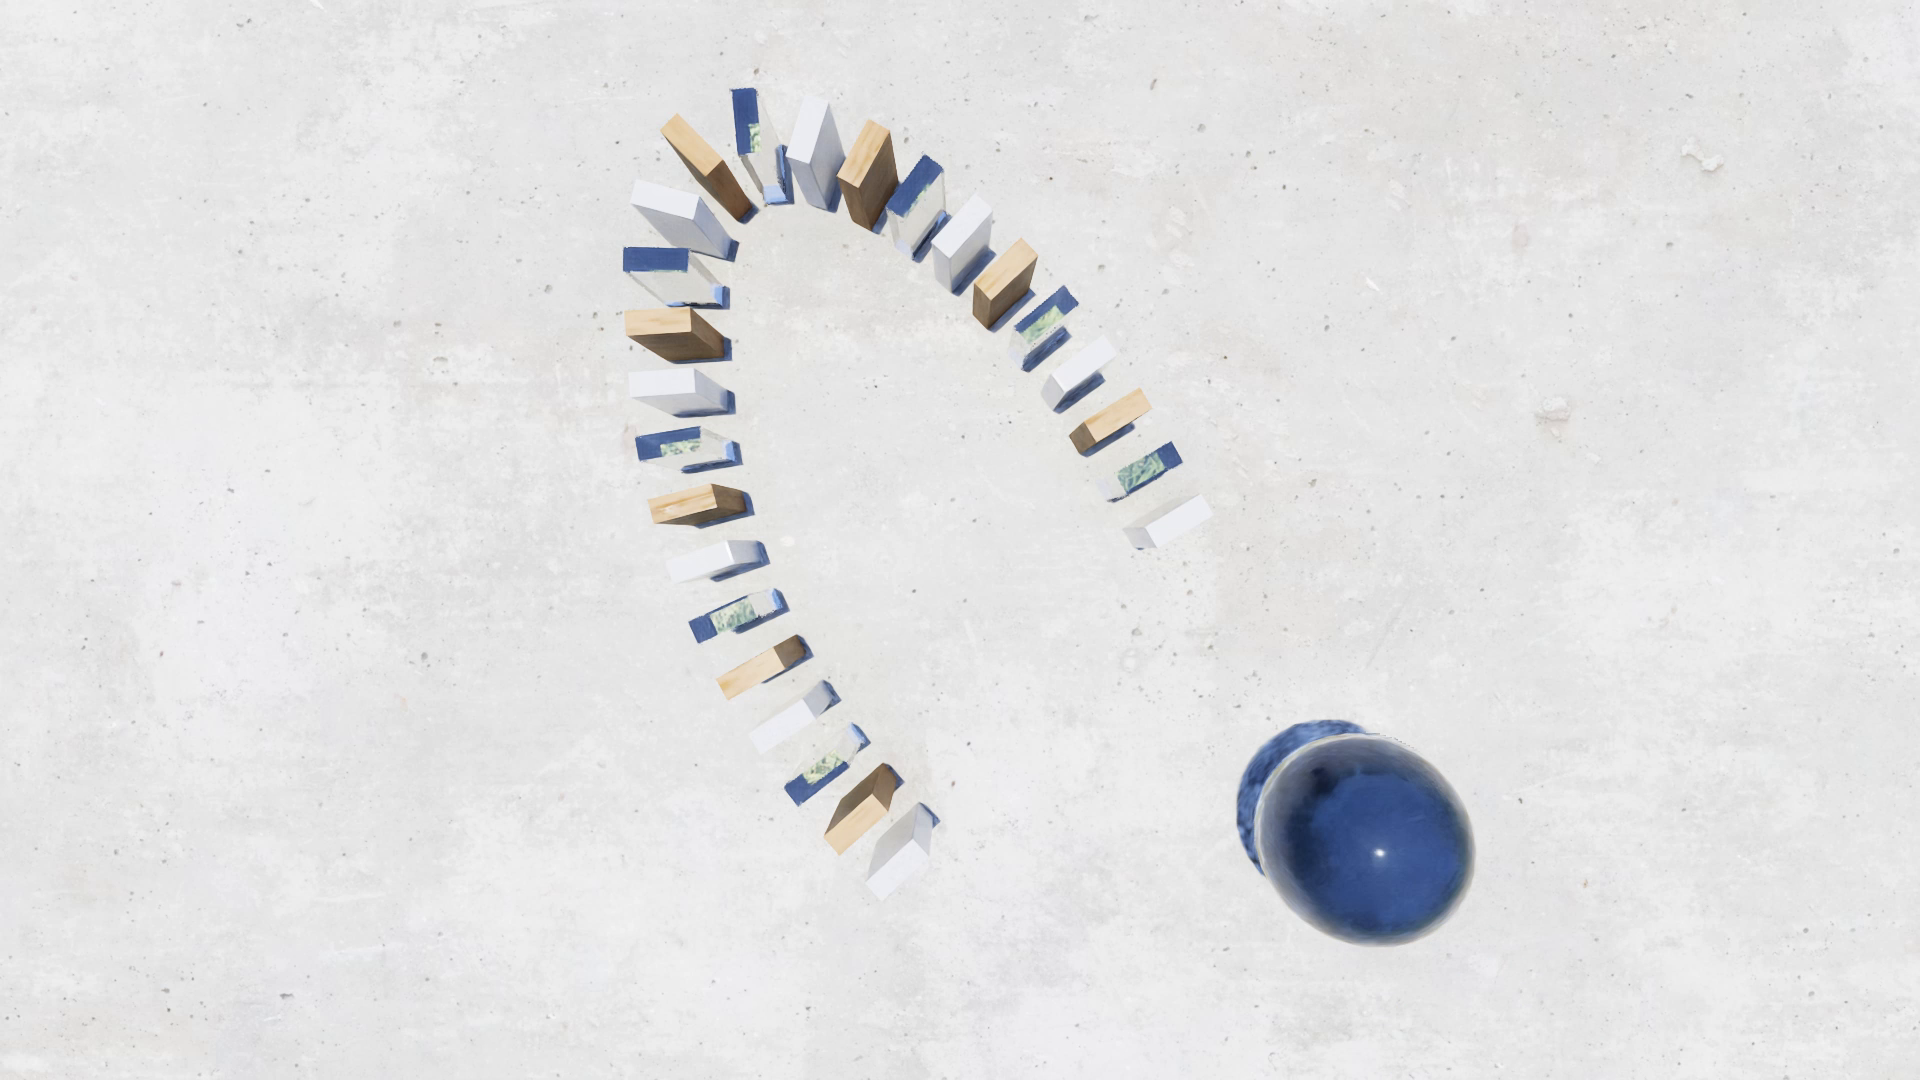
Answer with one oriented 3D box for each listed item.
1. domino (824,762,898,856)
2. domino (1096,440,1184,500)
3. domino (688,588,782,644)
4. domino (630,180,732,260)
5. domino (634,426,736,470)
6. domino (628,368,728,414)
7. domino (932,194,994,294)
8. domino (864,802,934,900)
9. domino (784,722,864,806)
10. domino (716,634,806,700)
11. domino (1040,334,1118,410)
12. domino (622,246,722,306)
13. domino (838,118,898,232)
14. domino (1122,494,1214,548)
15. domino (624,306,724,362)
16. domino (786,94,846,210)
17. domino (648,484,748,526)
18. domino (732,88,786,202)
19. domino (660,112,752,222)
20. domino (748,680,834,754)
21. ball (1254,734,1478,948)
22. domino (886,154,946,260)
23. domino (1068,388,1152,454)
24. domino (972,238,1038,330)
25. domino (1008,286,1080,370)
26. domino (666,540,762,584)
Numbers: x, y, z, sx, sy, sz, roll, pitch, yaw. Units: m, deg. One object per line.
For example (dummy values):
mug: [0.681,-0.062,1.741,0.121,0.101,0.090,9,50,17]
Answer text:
domino: [-0.040,0.109,0.375,0.025,0.050,0.010,-42,90,0]
domino: [0.072,-0.028,0.375,0.025,0.050,0.010,-30,90,0]
domino: [-0.091,0.030,0.375,0.025,0.050,0.010,-25,90,0]
domino: [-0.113,-0.130,0.375,0.025,0.050,0.010,15,90,0]
domino: [-0.111,-0.037,0.375,0.025,0.050,0.009,-10,90,0]
domino: [-0.114,-0.060,0.375,0.025,0.050,0.010,-4,90,0]
domino: [0.001,-0.120,0.375,0.009,0.050,0.025,42,90,0]
domino: [-0.024,0.126,0.375,0.025,0.050,0.010,-43,90,0]
domino: [-0.055,0.091,0.375,0.025,0.050,0.009,-37,90,0]
domino: [-0.080,0.051,0.375,0.025,0.050,0.009,-29,90,0]
domino: [0.048,-0.067,0.375,0.025,0.050,0.010,-36,90,0]
domino: [-0.116,-0.107,0.375,0.025,0.050,0.009,2,90,0]
domino: [-0.037,-0.148,0.375,0.010,0.050,0.025,29,90,0]
domino: [0.084,-0.007,0.375,0.025,0.050,0.010,-31,90,0]
domino: [-0.116,-0.084,0.375,0.025,0.050,0.009,-4,90,0]
domino: [-0.058,-0.157,0.375,0.010,0.050,0.025,18,90,0]
domino: [-0.106,-0.014,0.375,0.025,0.050,0.010,-15,90,0]
domino: [-0.081,-0.160,0.375,0.009,0.050,0.025,-6,90,0]
domino: [-0.103,-0.151,0.375,0.010,0.050,0.025,-45,90,0]
domino: [-0.068,0.071,0.375,0.025,0.050,0.010,-33,90,0]
ball: [0.157,0.117,0.360,0.080,0.080,0.080,0,90,0]
domino: [-0.017,-0.135,0.375,0.010,0.050,0.025,37,90,0]
domino: [0.060,-0.048,0.375,0.025,0.050,0.009,-31,90,0]
domino: [0.018,-0.104,0.375,0.025,0.050,0.010,-43,90,0]
domino: [0.033,-0.086,0.375,0.025,0.050,0.009,-40,90,0]
domino: [-0.099,0.008,0.375,0.025,0.050,0.010,-19,90,0]
